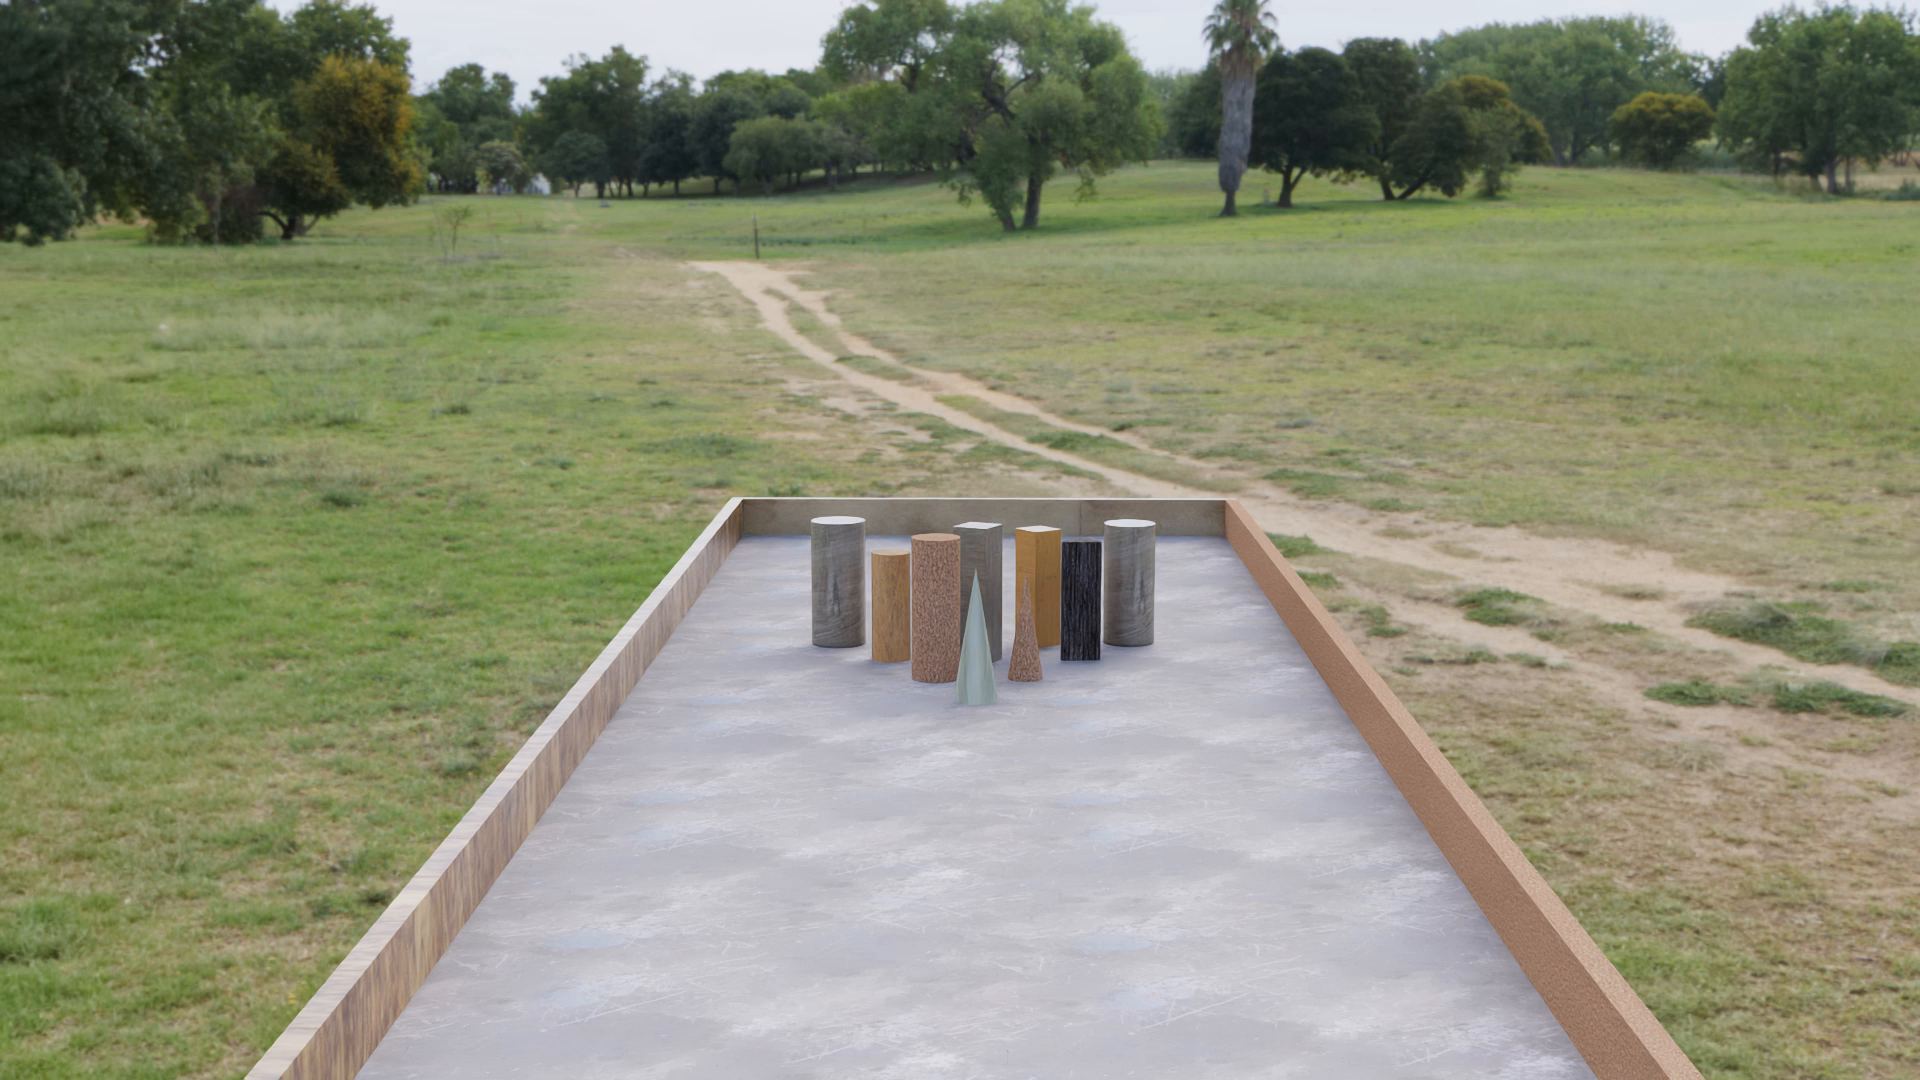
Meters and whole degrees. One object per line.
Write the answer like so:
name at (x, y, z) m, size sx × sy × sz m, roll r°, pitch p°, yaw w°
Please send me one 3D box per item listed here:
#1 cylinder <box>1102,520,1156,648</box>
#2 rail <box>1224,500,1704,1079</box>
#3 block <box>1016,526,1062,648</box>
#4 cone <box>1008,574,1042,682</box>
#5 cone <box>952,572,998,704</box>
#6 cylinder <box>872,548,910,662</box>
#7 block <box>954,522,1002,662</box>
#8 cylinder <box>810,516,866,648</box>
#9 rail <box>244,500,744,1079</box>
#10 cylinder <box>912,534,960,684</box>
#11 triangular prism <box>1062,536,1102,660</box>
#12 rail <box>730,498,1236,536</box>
cylinder at (0.534, 0.135, 6.941) m, size 0.162 × 0.381 × 0.162 m, roll 0°, pitch 9°, yaw 0°
rail at (1.046, 0.843, 3.208) m, size 0.050 × 0.150 × 12.000 m, roll 0°, pitch 9°, yaw 1°
block at (0.245, 0.146, 6.911) m, size 0.102 × 0.368 × 0.102 m, roll -6°, pitch 11°, yaw -35°
cone at (0.192, 0.246, 6.425) m, size 0.103 × 0.323 × 0.103 m, roll 0°, pitch 9°, yaw 0°
cone at (0.044, 0.261, 6.150) m, size 0.128 × 0.380 × 0.128 m, roll 0°, pitch 9°, yaw 0°
cylinder at (-0.210, 0.199, 6.699) m, size 0.119 × 0.330 × 0.119 m, roll 0°, pitch 9°, yaw 0°
block at (0.054, 0.161, 6.663) m, size 0.110 × 0.416 × 0.110 m, roll 5°, pitch 10°, yaw 28°
cylinder at (-0.382, 0.132, 6.925) m, size 0.171 × 0.392 × 0.171 m, roll 0°, pitch 9°, yaw 0°
rail at (-1.004, 0.839, 3.234) m, size 0.050 × 0.150 × 12.000 m, roll 0°, pitch 9°, yaw 1°
cylinder at (-0.070, 0.198, 6.423) m, size 0.143 × 0.418 × 0.143 m, roll 0°, pitch 9°, yaw 0°
triangular prism at (0.366, 0.178, 6.721) m, size 0.119 × 0.365 × 0.103 m, roll 0°, pitch 9°, yaw -2°
rail at (0.099, -0.098, 9.147) m, size 2.100 × 0.150 × 0.050 m, roll 0°, pitch 9°, yaw 1°
